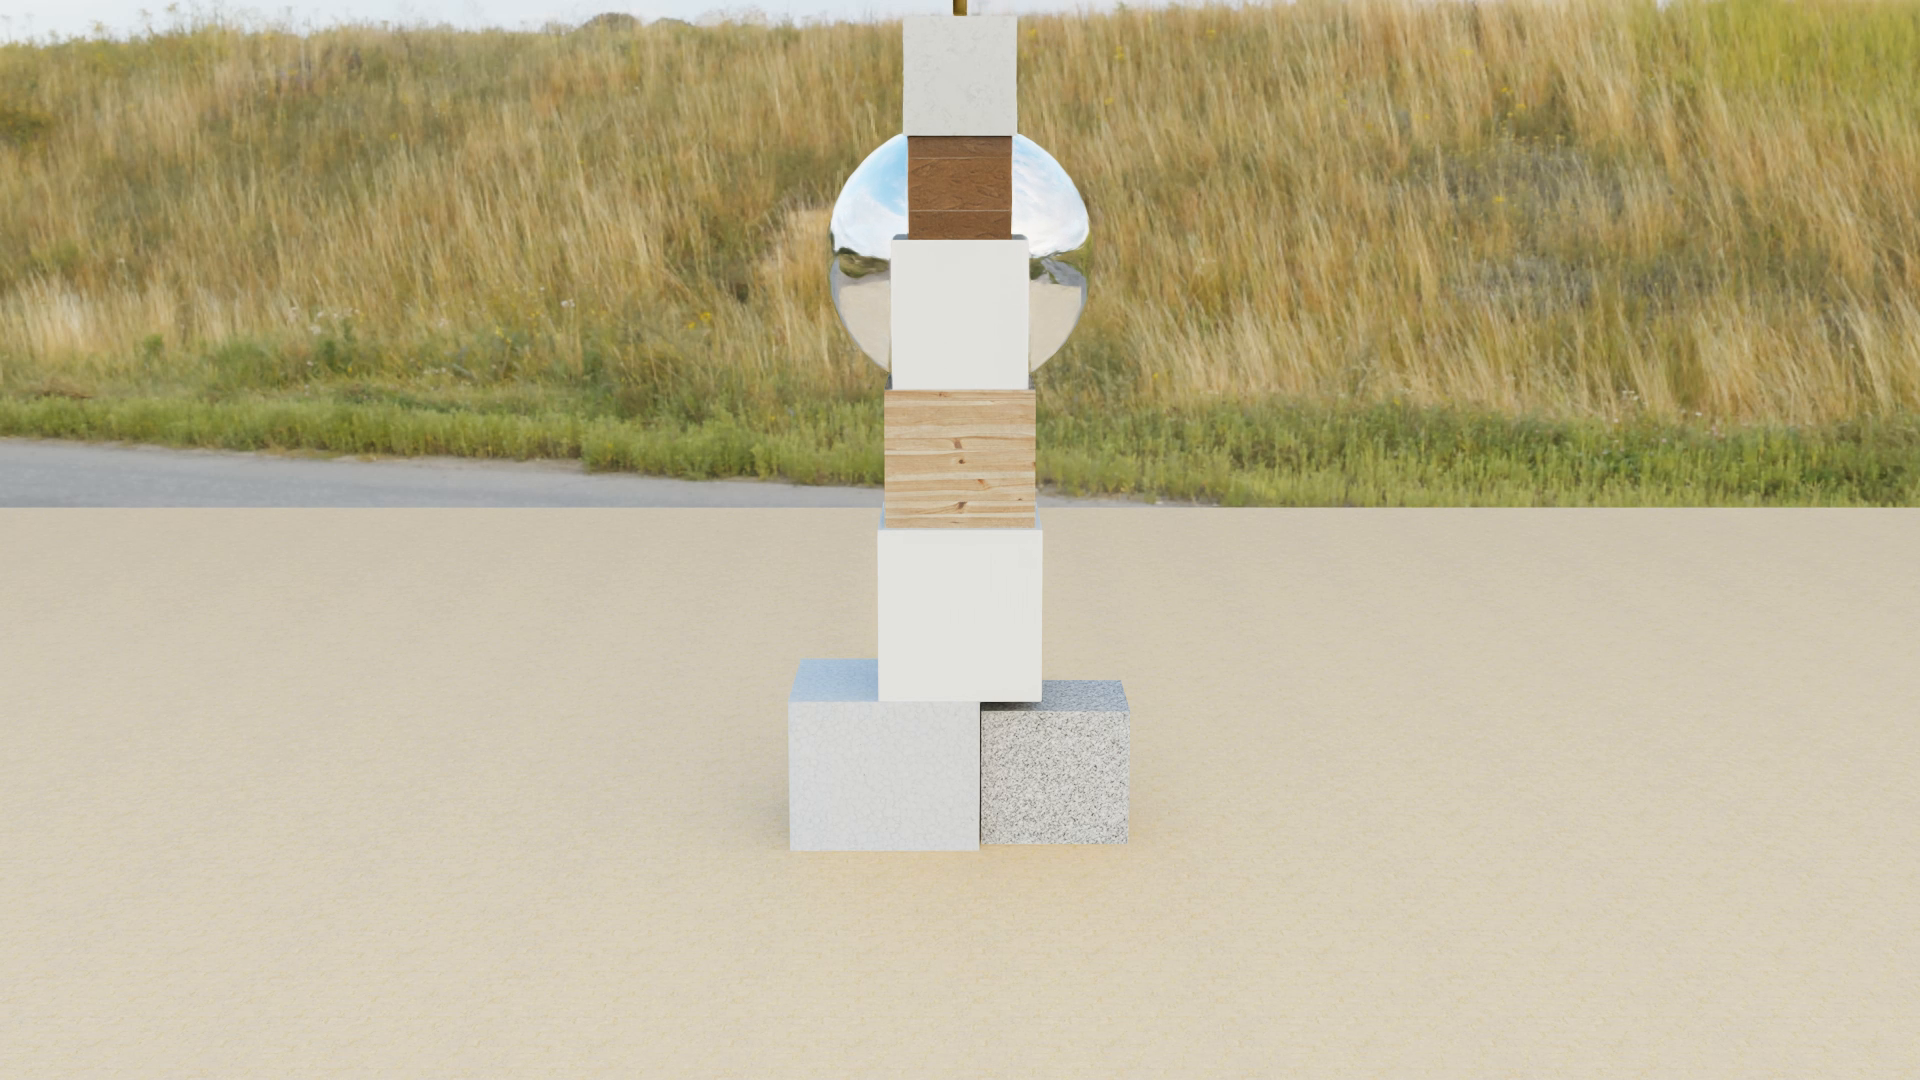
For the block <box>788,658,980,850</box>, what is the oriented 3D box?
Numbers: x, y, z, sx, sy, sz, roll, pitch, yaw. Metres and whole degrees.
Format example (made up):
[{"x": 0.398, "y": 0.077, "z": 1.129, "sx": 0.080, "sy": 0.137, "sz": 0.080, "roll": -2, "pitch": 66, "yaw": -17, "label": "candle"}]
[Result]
[{"x": -0.377, "y": 1.096, "z": 11.392, "sx": 0.947, "sy": 0.768, "sz": 0.916, "roll": 0, "pitch": 10, "yaw": 0, "label": "block"}]

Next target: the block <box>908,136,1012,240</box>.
[{"x": 0.000, "y": -1.744, "z": 10.854, "sx": 0.503, "sy": 0.496, "sz": 0.512, "roll": 0, "pitch": 10, "yaw": 0, "label": "block"}]

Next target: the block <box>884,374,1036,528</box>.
[{"x": 0.000, "y": -0.459, "z": 11.089, "sx": 0.736, "sy": 0.682, "sz": 0.724, "roll": 0, "pitch": 10, "yaw": 0, "label": "block"}]

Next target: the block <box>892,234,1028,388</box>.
[{"x": 0.000, "y": -1.150, "z": 10.976, "sx": 0.663, "sy": 0.717, "sz": 0.662, "roll": 0, "pitch": 10, "yaw": 0, "label": "block"}]

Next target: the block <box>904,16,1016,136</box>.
[{"x": 0.000, "y": -2.262, "z": 10.759, "sx": 0.537, "sy": 0.557, "sz": 0.605, "roll": 0, "pitch": 10, "yaw": 0, "label": "block"}]

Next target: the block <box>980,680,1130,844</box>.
[{"x": 0.479, "y": 1.139, "z": 11.368, "sx": 0.744, "sy": 0.692, "sz": 0.645, "roll": 0, "pitch": 10, "yaw": 0, "label": "block"}]

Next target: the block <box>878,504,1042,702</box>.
[{"x": 0.000, "y": 0.298, "z": 11.232, "sx": 0.806, "sy": 0.859, "sz": 0.872, "roll": 0, "pitch": 10, "yaw": 0, "label": "block"}]

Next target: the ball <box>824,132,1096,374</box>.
[{"x": 0.000, "y": -1.667, "z": 12.986, "sx": 1.600, "sy": 1.600, "sz": 1.600, "roll": 0, "pitch": 10, "yaw": 0, "label": "ball"}]

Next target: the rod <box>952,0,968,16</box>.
[{"x": 0.000, "y": -4.596, "z": 11.258, "sx": 0.080, "sy": 5.200, "sz": 0.080, "roll": 0, "pitch": 31, "yaw": 0, "label": "rod"}]
